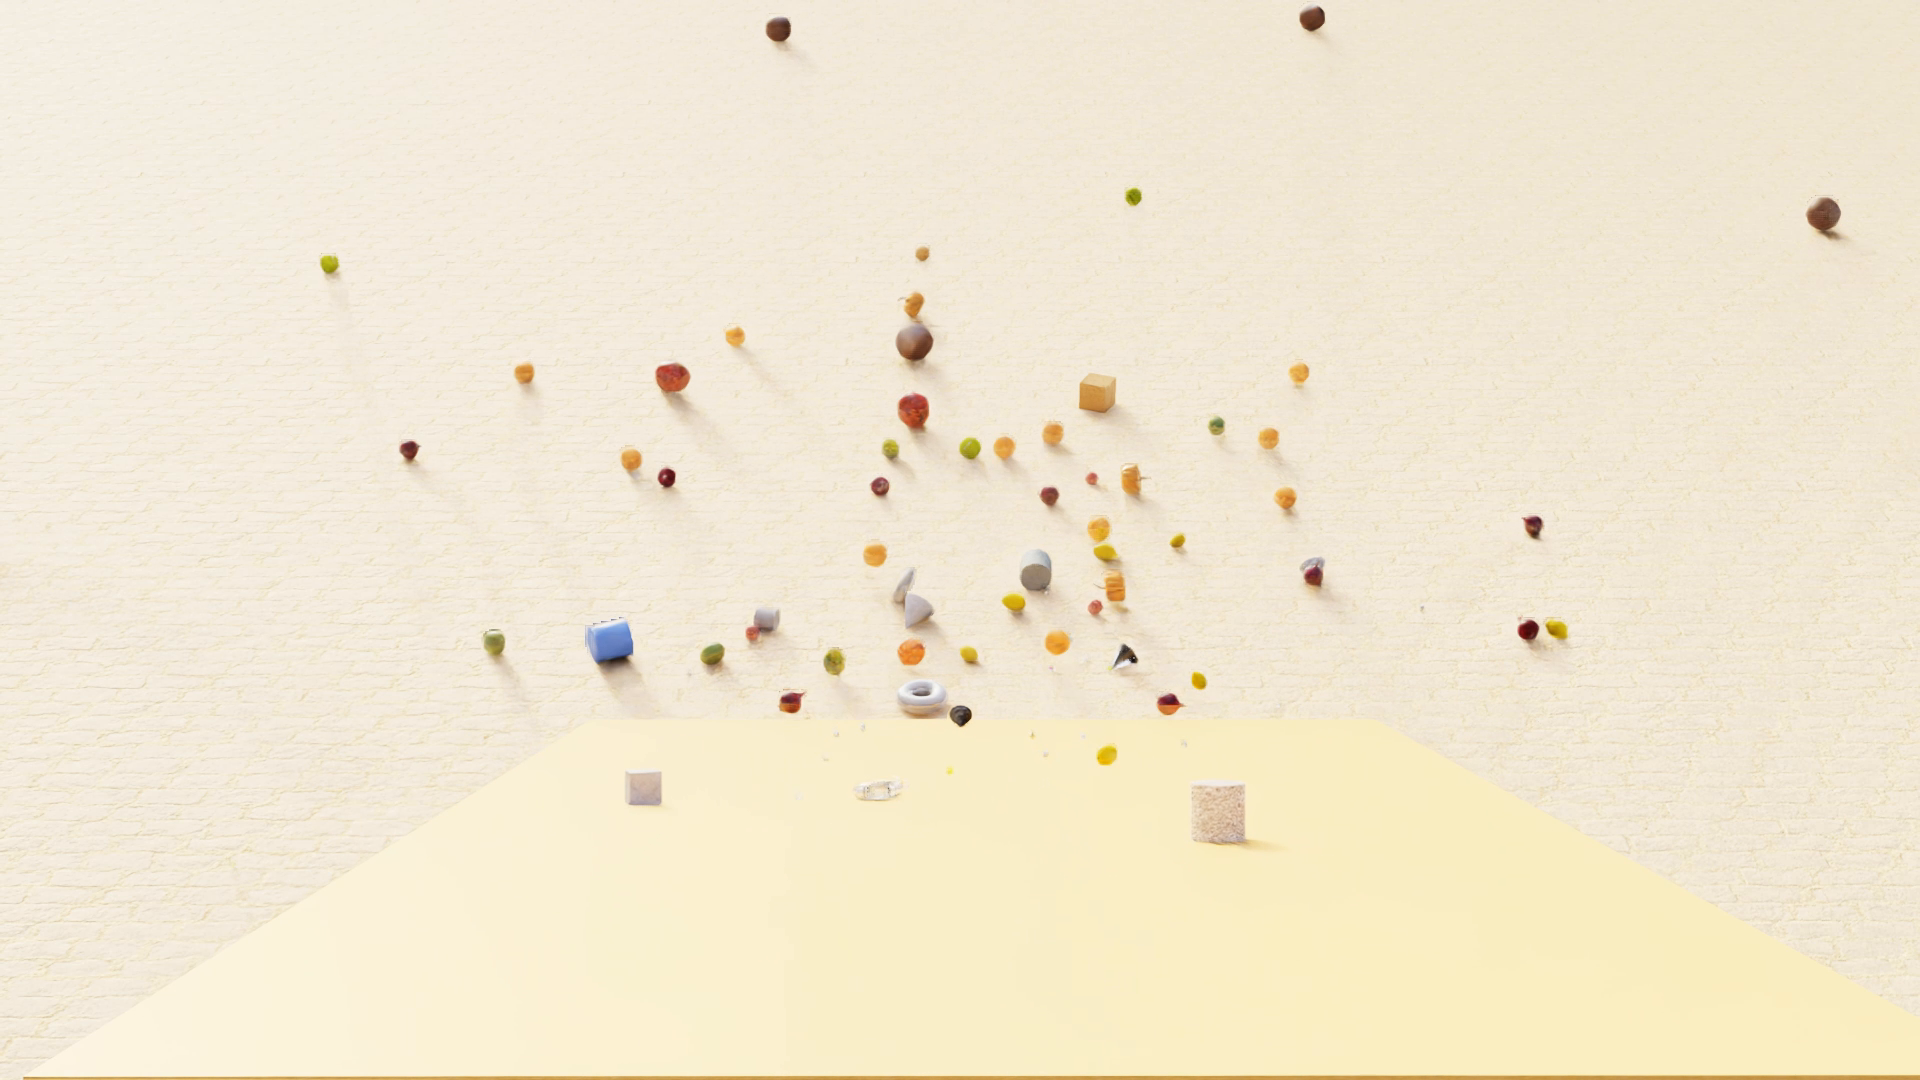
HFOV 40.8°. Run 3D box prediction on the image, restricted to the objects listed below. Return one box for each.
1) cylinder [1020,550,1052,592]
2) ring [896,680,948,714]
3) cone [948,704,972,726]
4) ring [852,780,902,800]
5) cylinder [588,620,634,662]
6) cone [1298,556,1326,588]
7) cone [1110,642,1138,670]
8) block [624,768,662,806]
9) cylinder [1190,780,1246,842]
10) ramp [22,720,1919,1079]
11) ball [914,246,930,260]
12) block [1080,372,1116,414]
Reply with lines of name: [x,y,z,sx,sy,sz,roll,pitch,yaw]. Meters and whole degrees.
cylinder: [0.218,0.087,7.418,0.090,0.090,0.090,1,27,2]
ring: [-0.101,0.414,6.818,0.140,0.047,0.140,-1,27,1]
cone: [0.001,0.449,6.400,0.057,0.057,0.057,-1,35,-2]
ring: [-0.158,0.475,4.913,0.095,0.032,0.095,-4,0,0]
cylinder: [-0.952,0.276,7.028,0.099,0.099,0.099,-13,29,-22]
cone: [1.027,0.106,7.438,0.082,0.082,0.082,-7,54,-13]
cone: [0.434,0.329,7.001,0.072,0.072,0.072,-41,41,-16]
block: [-0.592,0.462,4.832,0.060,0.060,0.060,0,1,-16]
cylinder: [0.432,0.454,4.333,0.094,0.094,0.094,0,1,0]
ramp: [0.061,0.547,4.583,2.000,0.100,4.000,0,1,0]
ball: [-0.142,-1.087,9.781,0.058,0.058,0.058,0,27,0]
block: [0.456,-0.488,8.553,0.093,0.093,0.093,12,29,22]
